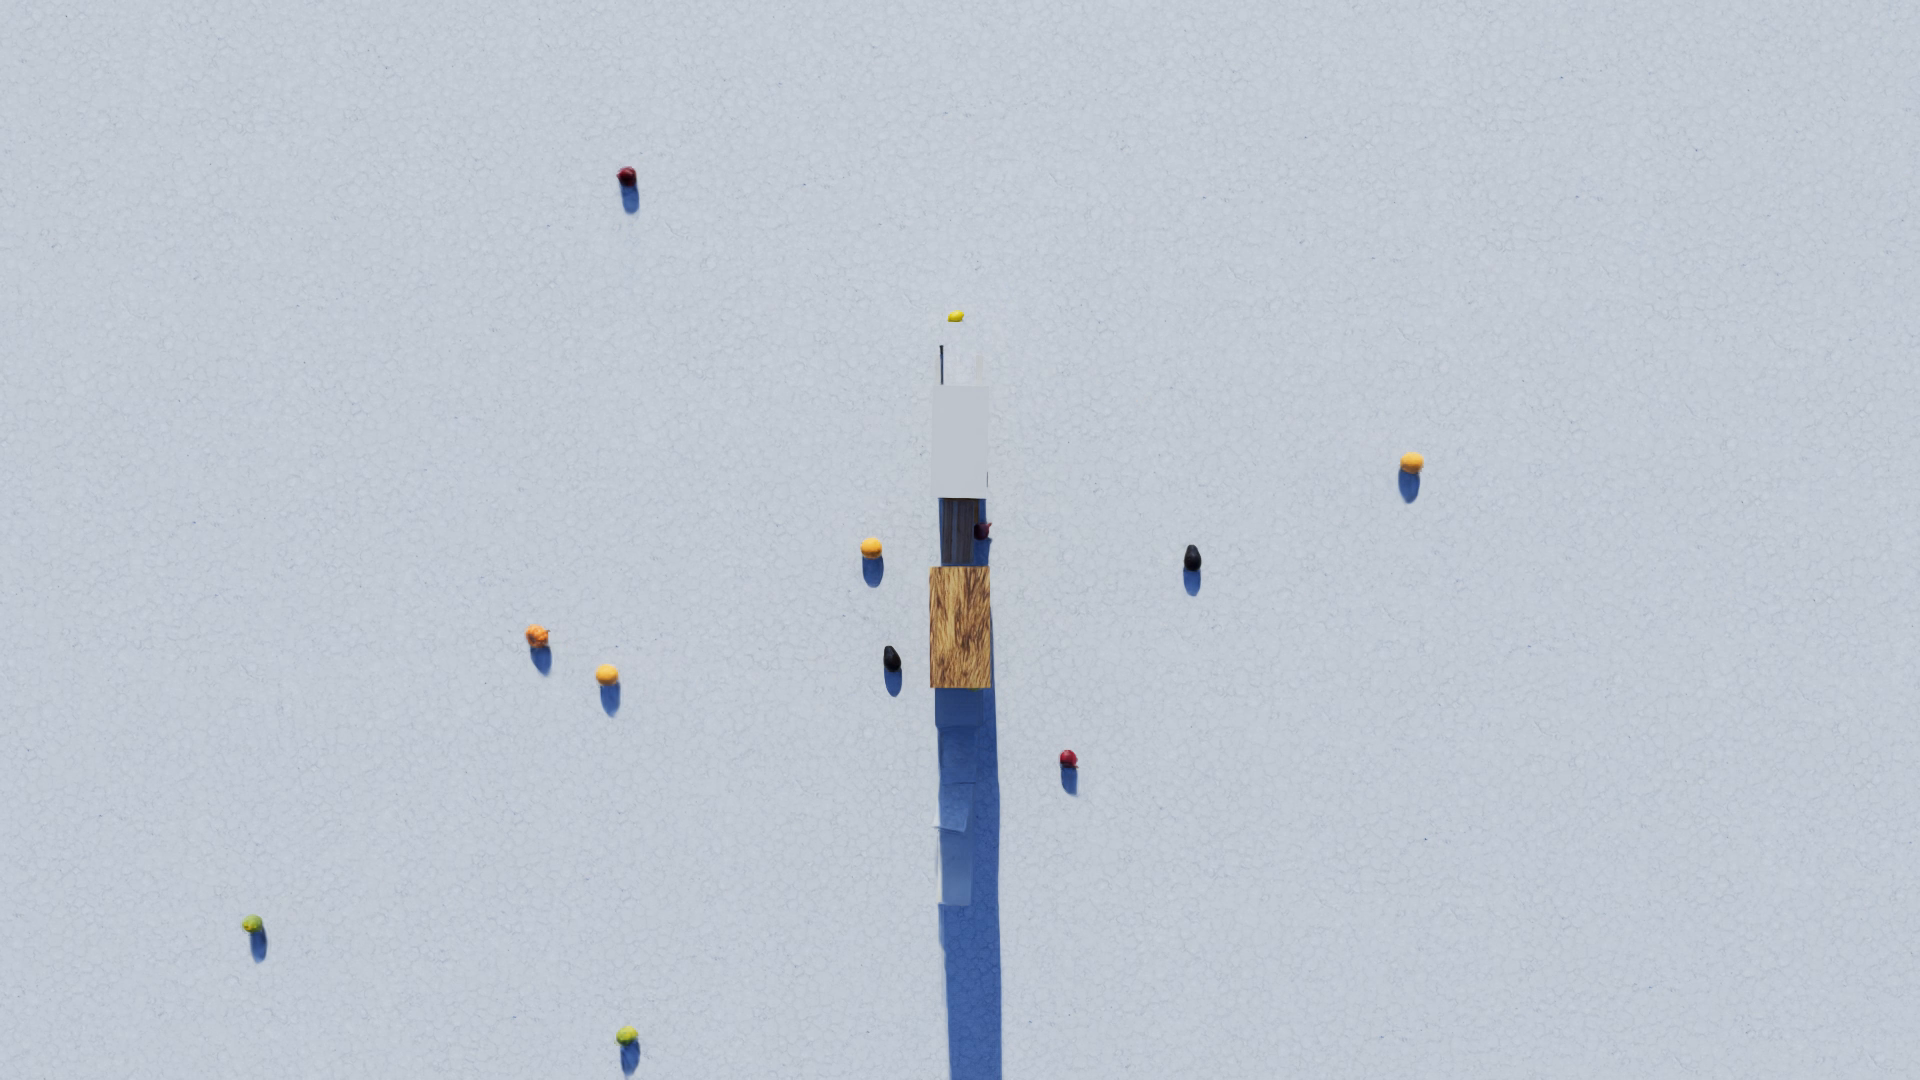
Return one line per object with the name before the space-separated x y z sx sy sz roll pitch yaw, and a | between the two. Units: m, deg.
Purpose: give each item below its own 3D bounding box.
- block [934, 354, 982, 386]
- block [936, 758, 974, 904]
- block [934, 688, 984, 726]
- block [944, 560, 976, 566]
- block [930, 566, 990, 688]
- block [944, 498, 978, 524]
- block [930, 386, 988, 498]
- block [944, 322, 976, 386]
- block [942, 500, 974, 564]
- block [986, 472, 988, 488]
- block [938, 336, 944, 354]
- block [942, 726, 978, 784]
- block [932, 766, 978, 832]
block | -0.004 -0.431 5.179 0.150 0.042 0.300 0 90 0
block | -0.011 0.913 5.454 0.109 0.031 0.564 2 84 0
block | -0.004 0.429 5.175 0.152 0.043 0.303 0 90 0
block | 0.002 0.169 5.278 0.103 0.029 0.207 0 90 0
block | -0.001 0.252 4.779 0.175 0.050 0.350 0 90 0
block | 0.003 -0.164 5.261 0.112 0.032 0.223 0 90 0
block | -0.001 -0.285 4.810 0.162 0.046 0.325 1 90 0
block | 0.000 -0.554 4.948 0.098 0.028 0.196 0 90 0
block | -0.005 -0.024 5.041 0.095 0.027 0.191 1 90 0
block | 0.000 -0.178 5.039 0.162 0.412 0.046 0 90 0
block | -0.015 -0.607 5.231 0.098 0.538 0.028 -5 91 0
block | -0.002 0.690 5.420 0.109 0.031 0.218 -2 78 -1
block | -0.017 0.843 5.430 0.109 0.031 0.218 11 84 1
